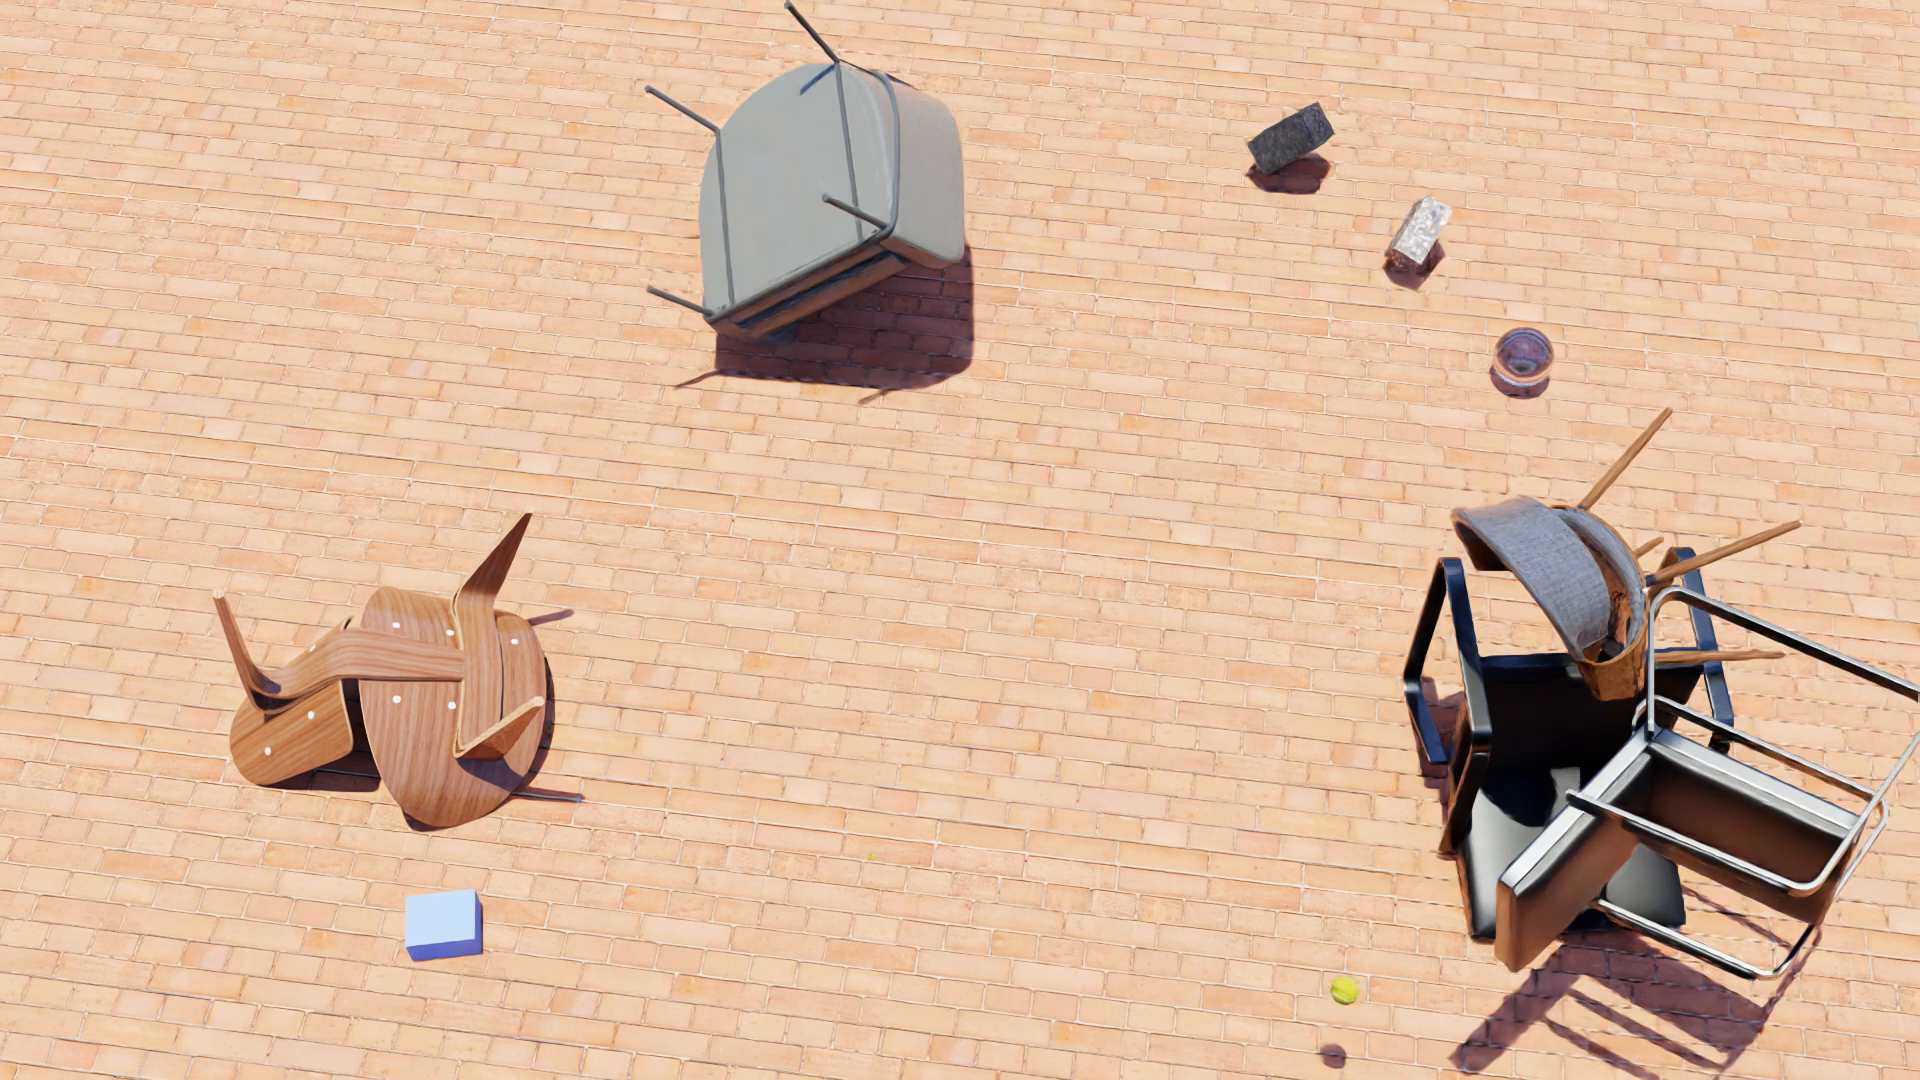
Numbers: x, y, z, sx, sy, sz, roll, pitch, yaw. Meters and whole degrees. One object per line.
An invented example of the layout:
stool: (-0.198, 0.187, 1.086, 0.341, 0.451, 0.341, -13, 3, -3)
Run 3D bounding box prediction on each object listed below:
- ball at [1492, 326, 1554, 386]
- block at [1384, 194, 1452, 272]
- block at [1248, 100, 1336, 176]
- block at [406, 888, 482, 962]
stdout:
ball: (1.754, -0.571, 6.844, 0.188, 0.188, 0.188, 0, 56, 0)
block: (1.474, -0.989, 7.082, 0.099, 0.127, 0.209, 32, 84, -4)
block: (1.097, -1.331, 7.289, 0.125, 0.217, 0.172, 59, 37, -8)
block: (-1.369, 1.021, 5.831, 0.181, 0.096, 0.143, -6, 56, -4)
